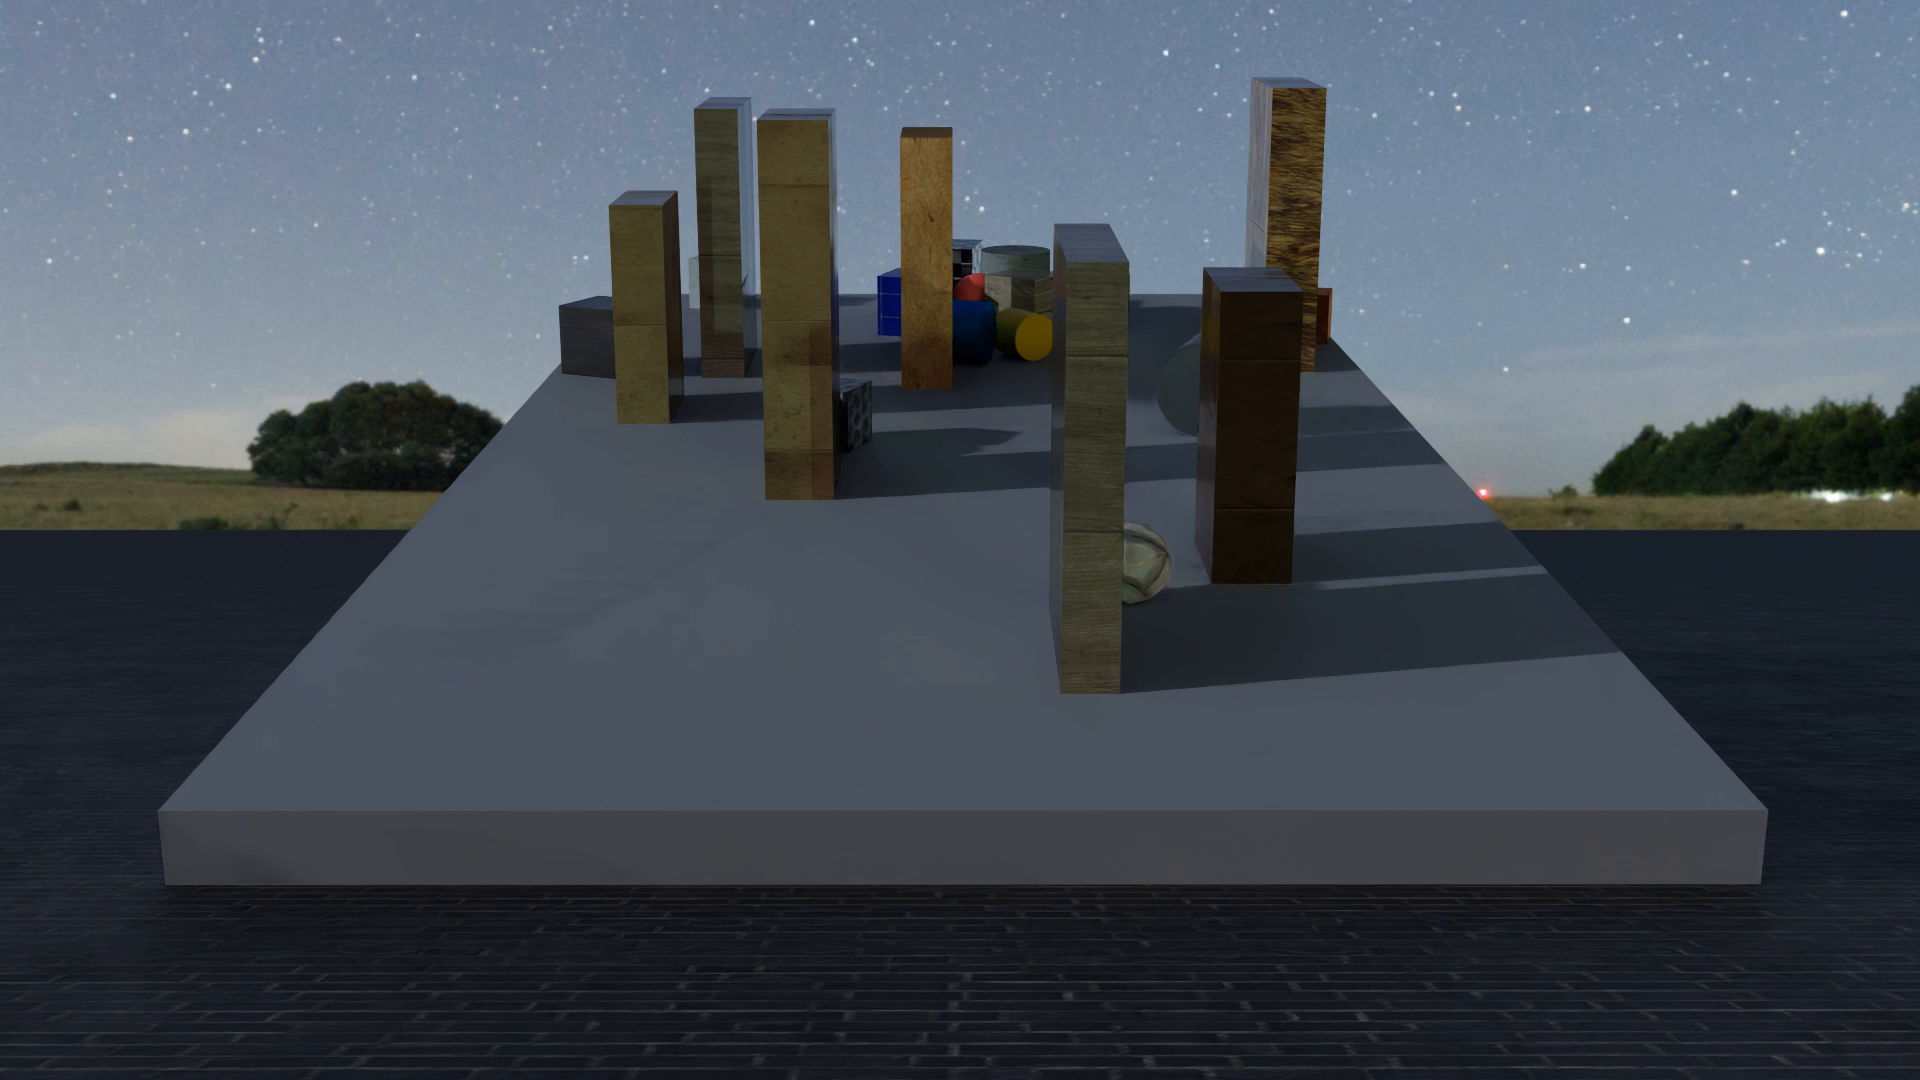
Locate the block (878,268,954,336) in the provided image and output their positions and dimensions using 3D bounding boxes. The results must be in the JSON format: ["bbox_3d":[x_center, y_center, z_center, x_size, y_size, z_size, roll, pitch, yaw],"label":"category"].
[{"bbox_3d":[-0.120,-0.641,5.946,0.159,0.159,0.159,5,16,18],"label":"block"}]

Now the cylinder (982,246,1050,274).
[{"bbox_3d":[0.154,-0.714,6.147,0.192,0.192,0.192,0,16,0],"label":"cylinder"}]

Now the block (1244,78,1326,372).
[{"bbox_3d":[0.809,-0.797,5.522,0.128,0.689,0.393,0,16,0],"label":"block"}]

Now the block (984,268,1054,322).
[{"bbox_3d":[0.177,-0.639,5.935,0.160,0.160,0.160,11,19,34],"label":"block"}]

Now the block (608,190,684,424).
[{"bbox_3d":[-0.699,-0.526,4.929,0.115,0.480,0.282,0,16,0],"label":"block"}]

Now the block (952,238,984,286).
[{"bbox_3d":[-0.045,-0.748,6.268,0.193,0.193,0.193,3,16,9],"label":"block"}]

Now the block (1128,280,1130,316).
[{"bbox_3d":[0.364,-0.663,6.039,0.151,0.151,0.151,-6,17,-21],"label":"block"}]

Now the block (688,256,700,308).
[{"bbox_3d":[-0.689,-0.749,6.362,0.142,0.142,0.142,5,16,17],"label":"block"}]

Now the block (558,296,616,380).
[{"bbox_3d":[-0.865,-0.500,5.419,0.169,0.169,0.169,7,17,25],"label":"block"}]

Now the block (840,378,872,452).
[{"bbox_3d":[-0.271,-0.266,4.653,0.130,0.130,0.130,6,17,20],"label":"block"}]

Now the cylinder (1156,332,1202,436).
[{"bbox_3d":[0.551,-0.345,4.799,0.205,0.205,0.205,0,15,19],"label":"cylinder"}]

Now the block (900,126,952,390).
[{"bbox_3d":[-0.078,-0.679,5.276,0.121,0.591,0.280,0,16,0],"label":"block"}]

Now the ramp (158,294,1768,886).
[{"bbox_3d":[-0.002,-0.152,4.672,2.000,0.100,4.000,0,16,0],"label":"ramp"}]

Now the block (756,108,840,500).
[{"bbox_3d":[-0.307,-0.459,4.249,0.131,0.717,0.274,0,16,0],"label":"block"}]

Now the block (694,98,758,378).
[{"bbox_3d":[-0.576,-0.754,5.444,0.103,0.645,0.371,0,16,0],"label":"block"}]

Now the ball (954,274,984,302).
[{"bbox_3d":[0.050,-0.656,6.020,0.147,0.147,0.147,0,0,0],"label":"ball"}]

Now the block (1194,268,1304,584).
[{"bbox_3d":[0.487,-0.199,3.738,0.133,0.492,0.263,0,16,0],"label":"block"}]

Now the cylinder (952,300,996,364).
[{"bbox_3d":[-0.004,-0.527,5.543,0.155,0.155,0.155,5,2,17],"label":"cylinder"}]

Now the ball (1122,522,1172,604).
[{"bbox_3d":[0.277,0.037,3.561,0.130,0.130,0.130,0,0,0],"label":"ball"}]

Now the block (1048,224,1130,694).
[{"bbox_3d":[0.186,-0.132,3.259,0.085,0.620,0.403,0,16,0],"label":"block"}]

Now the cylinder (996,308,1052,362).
[{"bbox_3d":[0.159,-0.524,5.600,0.120,0.120,0.120,0,14,-31],"label":"cylinder"}]

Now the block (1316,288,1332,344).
[{"bbox_3d":[0.917,-0.597,5.846,0.130,0.130,0.130,4,16,13],"label":"block"}]
